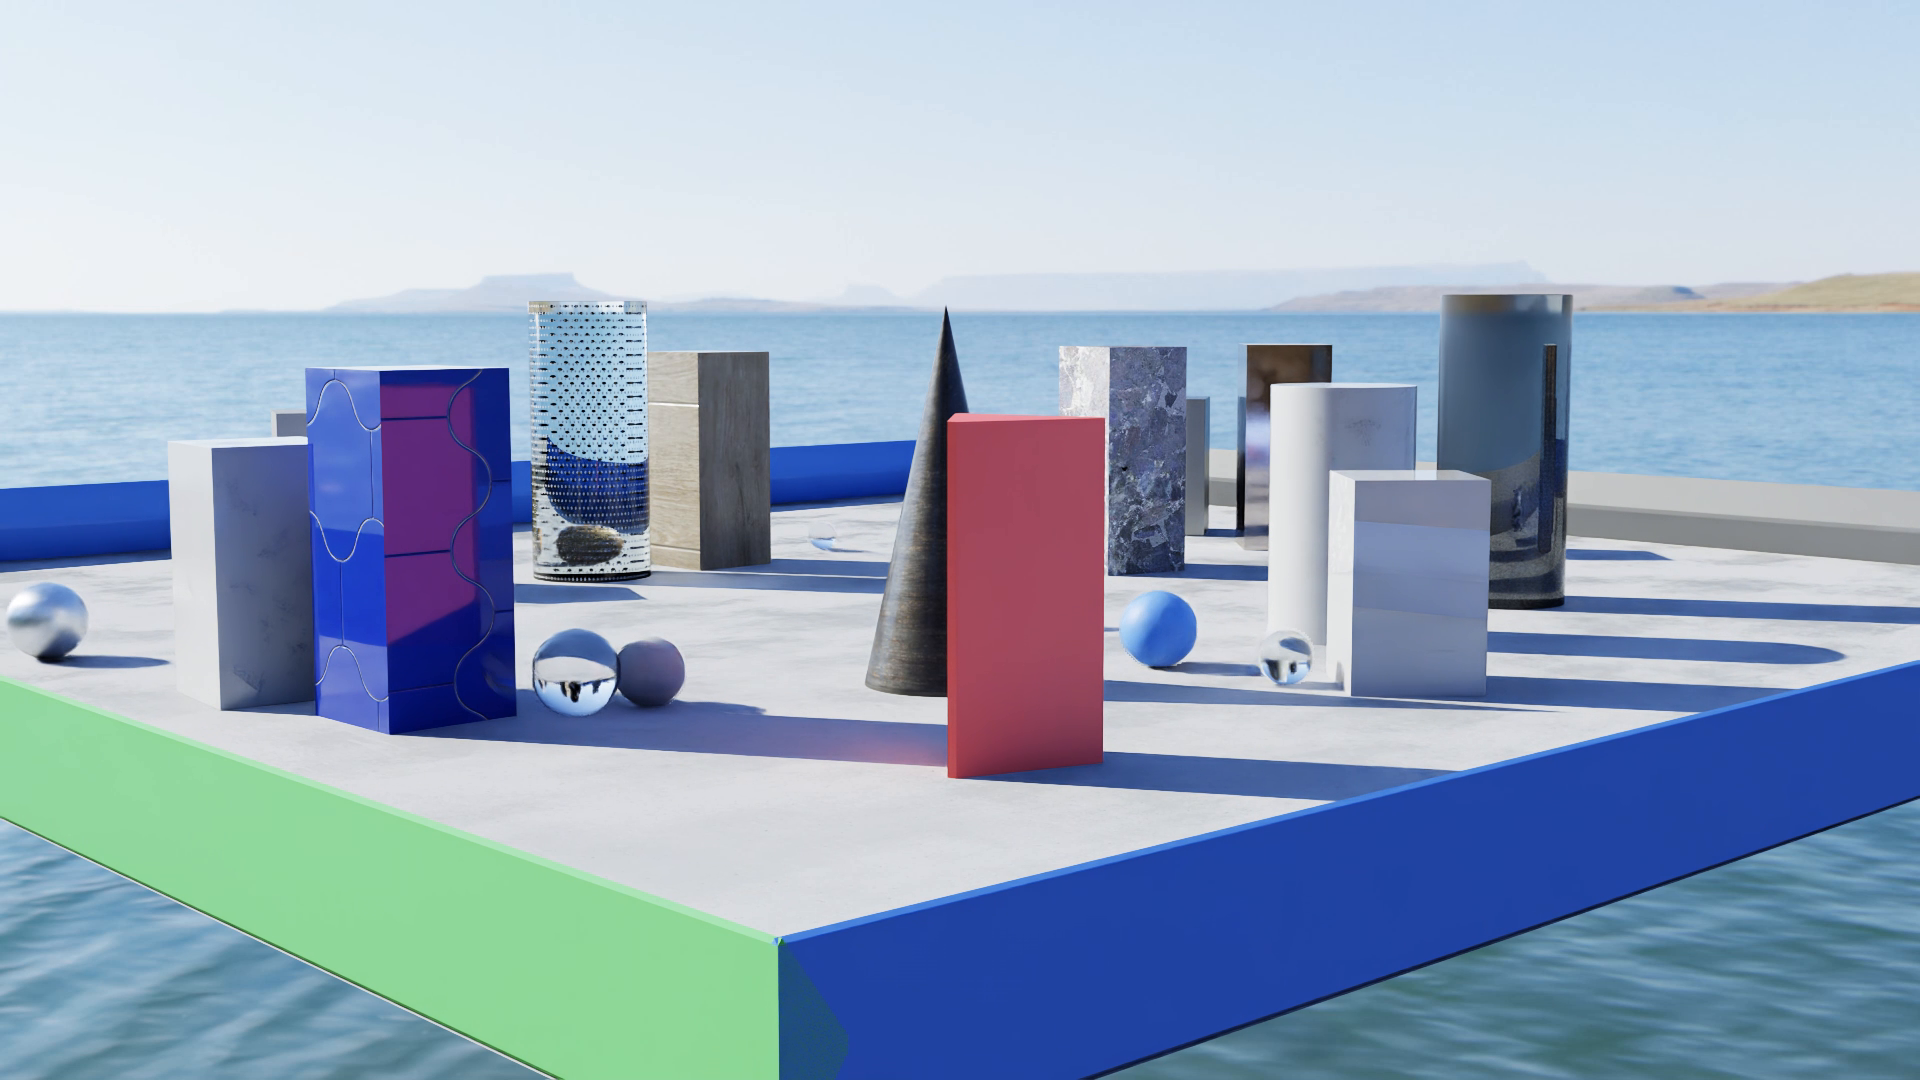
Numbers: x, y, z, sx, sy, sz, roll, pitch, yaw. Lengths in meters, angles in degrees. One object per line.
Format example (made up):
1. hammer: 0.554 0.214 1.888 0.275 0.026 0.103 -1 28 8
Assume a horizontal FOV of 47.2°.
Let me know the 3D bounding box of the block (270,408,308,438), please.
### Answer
1. block: -1.021 -0.067 3.547 0.157 0.283 0.157 -2 6 -20

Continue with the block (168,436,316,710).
1. block: -0.808 0.033 2.545 0.157 0.293 0.157 -4 7 -36

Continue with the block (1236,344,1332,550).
1. block: 0.608 -0.178 4.143 0.157 0.380 0.157 0 6 1

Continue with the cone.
1. cone: -0.016 -0.054 2.610 0.196 0.452 0.196 0 6 0

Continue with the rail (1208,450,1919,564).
1. rail: 1.144 -0.077 4.382 0.045 0.127 3.154 -5 8 -42

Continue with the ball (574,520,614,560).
1. ball: -0.652 0.001 3.919 0.071 0.071 0.071 0 6 0

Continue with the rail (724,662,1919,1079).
1. rail: 1.053 0.152 2.197 3.160 0.127 0.045 -5 8 -42

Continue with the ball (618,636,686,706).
1. ball: -0.349 0.148 2.475 0.080 0.080 0.080 0 6 0

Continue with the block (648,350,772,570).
1. block: -0.444 -0.144 3.855 0.157 0.372 0.157 -6 8 -44

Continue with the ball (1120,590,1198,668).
1. ball: 0.249 0.111 2.748 0.096 0.096 0.096 0 6 0

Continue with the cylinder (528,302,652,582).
1. cylinder: -0.618 -0.168 3.671 0.196 0.458 0.196 0 6 0

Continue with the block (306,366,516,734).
1. block: -0.599 0.003 2.402 0.157 0.382 0.157 -6 8 -44

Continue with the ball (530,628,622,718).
1. ball: -0.421 0.145 2.411 0.098 0.098 0.098 0 6 0

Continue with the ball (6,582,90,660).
1. ball: -1.165 0.103 2.811 0.098 0.098 0.098 0 6 0

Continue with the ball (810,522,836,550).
1. ball: -0.256 -0.007 4.095 0.050 0.050 0.050 0 6 0

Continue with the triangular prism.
1. triangular prism: 0.033 0.047 2.183 0.170 0.340 0.147 -3 7 -27

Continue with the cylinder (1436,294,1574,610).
1. cylinder: 0.826 -0.138 3.349 0.196 0.467 0.196 0 6 0

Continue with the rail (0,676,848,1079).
1. rail: -1.144 0.143 2.282 0.045 0.127 3.154 -5 8 -42

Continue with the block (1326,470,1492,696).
1. block: 0.529 0.048 2.607 0.157 0.251 0.157 0 6 -1

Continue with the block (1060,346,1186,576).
1. block: 0.278 -0.141 3.777 0.157 0.382 0.157 -3 7 -29

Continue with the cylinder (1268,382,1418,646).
1. cylinder: 0.520 -0.039 2.999 0.196 0.343 0.196 0 6 0

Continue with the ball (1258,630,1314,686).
1. ball: 0.387 0.140 2.619 0.066 0.066 0.066 0 6 0

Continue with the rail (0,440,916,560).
1. rail: -1.053 -0.086 4.467 3.160 0.127 0.045 -5 8 -42

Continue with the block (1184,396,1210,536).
1. block: 0.418 -0.152 4.422 0.157 0.270 0.157 1 6 10
